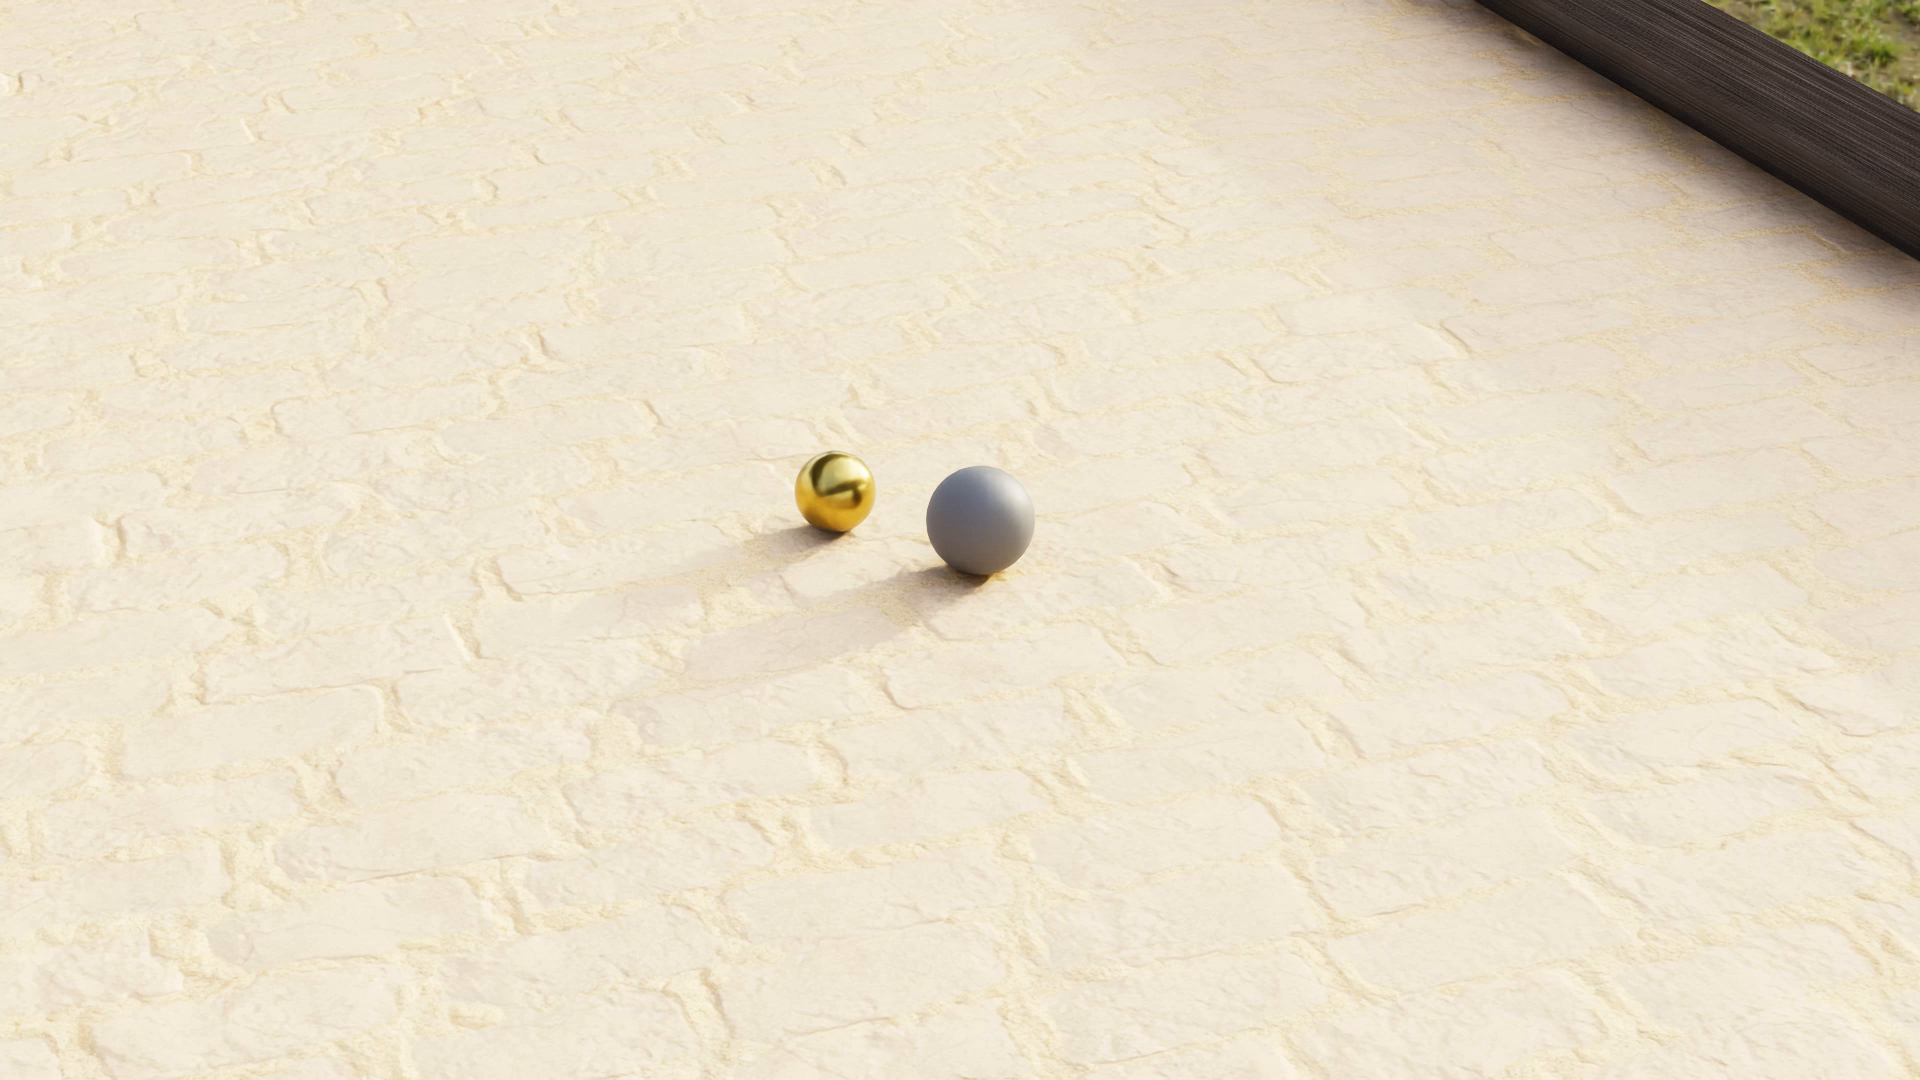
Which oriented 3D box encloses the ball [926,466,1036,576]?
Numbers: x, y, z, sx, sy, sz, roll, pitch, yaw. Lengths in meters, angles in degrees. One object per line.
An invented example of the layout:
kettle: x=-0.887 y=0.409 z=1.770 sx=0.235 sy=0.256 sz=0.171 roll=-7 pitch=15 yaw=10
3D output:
ball: x=0.013 y=-0.013 z=1.910 sx=0.071 sy=0.071 sz=0.071 roll=0 pitch=27 yaw=0

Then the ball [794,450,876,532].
ball: x=-0.083 y=-0.032 z=1.965 sx=0.055 sy=0.055 sz=0.055 roll=0 pitch=27 yaw=0

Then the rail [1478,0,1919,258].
rail: x=0.555 y=-0.546 z=2.886 sx=0.045 sy=0.116 sz=3.523 roll=-9 pitch=29 yaw=-17
